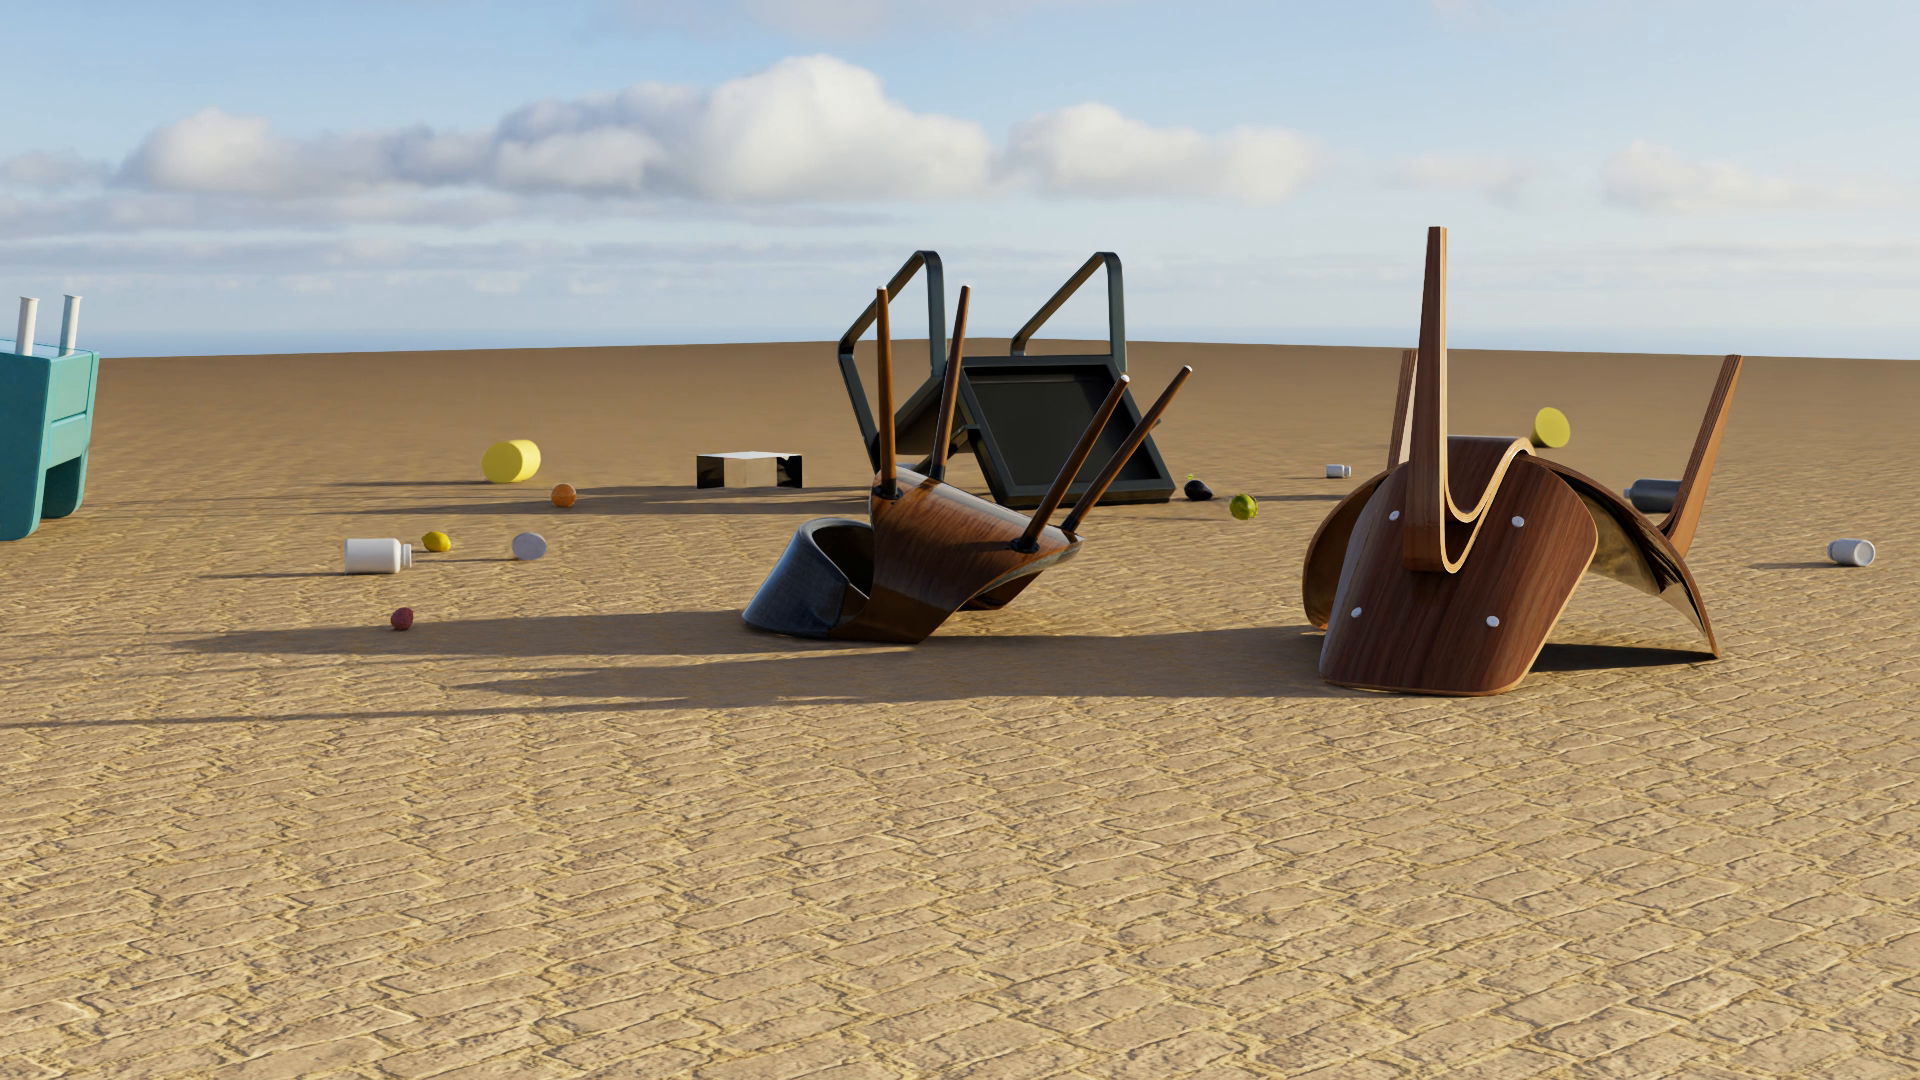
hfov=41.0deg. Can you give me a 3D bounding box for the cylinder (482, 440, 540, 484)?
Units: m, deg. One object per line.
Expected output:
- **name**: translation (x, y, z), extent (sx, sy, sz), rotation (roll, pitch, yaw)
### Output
- **cylinder**: translation (-1.435, -0.252, 8.202), extent (0.147, 0.129, 0.136), rotation (-30, -2, 15)

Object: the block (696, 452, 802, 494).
- **block**: translation (-0.652, -0.211, 7.950), extent (0.224, 0.105, 0.236), rotation (5, 8, 42)

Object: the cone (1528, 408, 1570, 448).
- **cone**: translation (2.253, -0.404, 9.955), extent (0.144, 0.164, 0.205), rotation (-14, -12, -19)

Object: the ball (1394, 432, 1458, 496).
- **ball**: translation (1.395, -0.228, 7.686), extent (0.192, 0.192, 0.192), rotation (0, 6, 0)
